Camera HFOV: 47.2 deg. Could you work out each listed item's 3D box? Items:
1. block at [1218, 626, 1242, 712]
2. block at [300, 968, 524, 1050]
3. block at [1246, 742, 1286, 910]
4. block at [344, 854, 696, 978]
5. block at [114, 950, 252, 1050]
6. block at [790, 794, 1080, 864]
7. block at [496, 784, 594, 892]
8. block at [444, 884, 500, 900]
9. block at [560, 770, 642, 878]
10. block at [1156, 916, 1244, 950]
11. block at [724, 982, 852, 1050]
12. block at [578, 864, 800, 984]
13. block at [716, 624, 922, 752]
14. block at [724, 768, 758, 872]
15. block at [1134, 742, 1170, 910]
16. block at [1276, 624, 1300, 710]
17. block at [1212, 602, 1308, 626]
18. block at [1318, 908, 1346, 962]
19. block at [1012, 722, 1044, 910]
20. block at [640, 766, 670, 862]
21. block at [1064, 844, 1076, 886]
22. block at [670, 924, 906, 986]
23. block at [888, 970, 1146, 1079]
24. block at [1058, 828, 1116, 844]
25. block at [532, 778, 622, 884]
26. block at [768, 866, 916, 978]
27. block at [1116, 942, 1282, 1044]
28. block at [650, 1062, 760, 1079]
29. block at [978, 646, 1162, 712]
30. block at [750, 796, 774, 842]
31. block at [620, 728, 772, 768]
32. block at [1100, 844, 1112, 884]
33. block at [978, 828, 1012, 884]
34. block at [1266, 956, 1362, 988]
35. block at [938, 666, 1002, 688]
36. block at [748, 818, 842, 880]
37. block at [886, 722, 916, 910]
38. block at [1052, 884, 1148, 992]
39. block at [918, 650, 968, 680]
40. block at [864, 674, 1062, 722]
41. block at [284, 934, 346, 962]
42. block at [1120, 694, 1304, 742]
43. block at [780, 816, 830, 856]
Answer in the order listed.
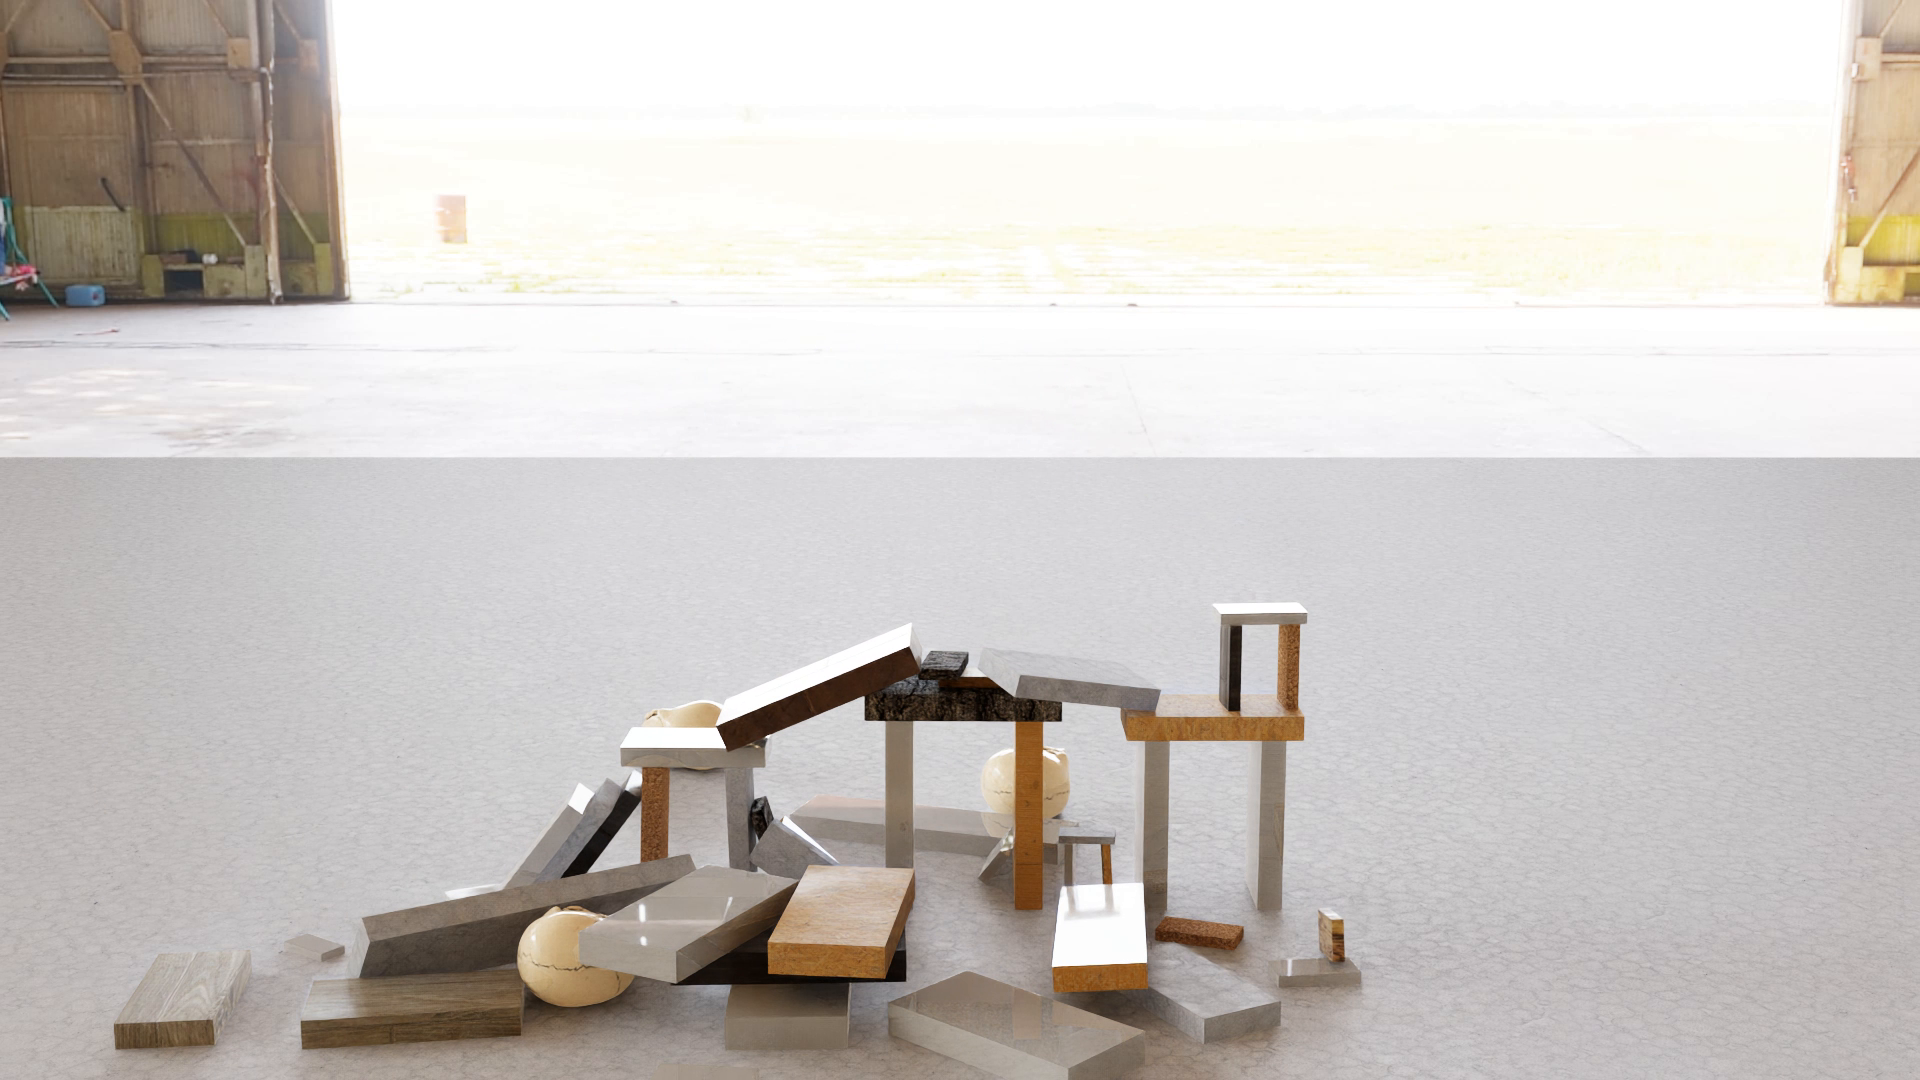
[{"bbox_3d":[0.441,0.202,3.588,0.020,0.141,0.071,-1,11,-6],"label":"block"},{"bbox_3d":[-0.776,0.667,3.137,0.298,0.042,0.149,-2,11,-9],"label":"block"},{"bbox_3d":[0.505,0.451,3.637,0.040,0.285,0.143,0,11,0],"label":"block"},{"bbox_3d":[-0.657,0.580,3.331,0.521,0.149,0.042,-7,52,-33],"label":"block"},{"bbox_3d":[-1.119,0.662,3.180,0.133,0.038,0.266,-1,11,-7],"label":"block"},{"bbox_3d":[-0.047,0.518,3.953,0.505,0.038,0.133,4,11,19],"label":"block"},{"bbox_3d":[-0.681,0.507,3.574,0.032,0.225,0.112,37,8,-7],"label":"block"},{"bbox_3d":[-0.803,0.589,3.641,0.090,0.013,0.045,-5,12,-25],"label":"block"},{"bbox_3d":[-0.600,0.493,3.647,0.032,0.225,0.113,36,8,-7],"label":"block"},{"bbox_3d":[0.377,0.619,3.463,0.127,0.018,0.063,4,11,20],"label":"block"},{"bbox_3d":[-0.247,0.635,3.297,0.169,0.048,0.521,0,11,-1],"label":"block"},{"bbox_3d":[-0.389,0.555,3.207,0.164,0.047,0.329,5,12,26],"label":"block"},{"bbox_3d":[-0.227,0.240,3.598,0.338,0.048,0.169,-23,9,4],"label":"block"},{"bbox_3d":[-0.362,0.475,3.645,0.033,0.235,0.117,-2,11,1],"label":"block"},{"bbox_3d":[0.317,0.451,3.635,0.040,0.285,0.143,0,11,-1],"label":"block"},{"bbox_3d":[0.538,0.200,3.598,0.020,0.141,0.071,-1,11,-4],"label":"block"},{"bbox_3d":[0.488,0.121,3.583,0.141,0.020,0.071,-1,11,-4],"label":"block"},{"bbox_3d":[0.566,0.602,3.354,0.018,0.063,0.127,-2,-2,0],"label":"block"},{"bbox_3d":[0.112,0.433,3.642,0.045,0.318,0.159,0,11,0],"label":"block"},{"bbox_3d":[-0.506,0.474,3.647,0.033,0.235,0.117,2,10,-2],"label":"block"},{"bbox_3d":[0.184,0.544,3.663,0.013,0.093,0.046,2,11,10],"label":"block"},{"bbox_3d":[-0.249,0.598,3.234,0.338,0.048,0.169,0,11,-2],"label":"block"},{"bbox_3d":[0.076,0.682,3.046,0.328,0.047,0.164,10,14,42],"label":"block"},{"bbox_3d":[0.211,0.492,3.654,0.093,0.013,0.046,1,11,6],"label":"block"},{"bbox_3d":[-0.639,0.500,3.600,0.032,0.225,0.113,37,10,-7],"label":"block"},{"bbox_3d":[-0.168,0.554,3.213,0.164,0.047,0.328,1,11,6],"label":"block"},{"bbox_3d":[0.333,0.657,3.206,0.133,0.038,0.266,-6,12,-29],"label":"block"},{"bbox_3d":[-0.347,0.736,2.777,0.133,0.038,0.266,1,11,7],"label":"block"},{"bbox_3d":[0.177,0.225,3.555,0.266,0.038,0.133,8,13,-29],"label":"block"},{"bbox_3d":[-0.312,0.512,3.661,0.022,0.157,0.078,-17,10,3],"label":"block"},{"bbox_3d":[-0.432,0.342,3.623,0.235,0.033,0.117,0,11,1],"label":"block"},{"bbox_3d":[0.244,0.544,3.663,0.013,0.093,0.046,-4,11,0],"label":"block"},{"bbox_3d":[0.067,0.540,3.766,0.018,0.064,0.129,38,14,1],"label":"block"},{"bbox_3d":[0.531,0.649,3.302,0.127,0.018,0.063,-1,11,-8],"label":"block"},{"bbox_3d":[0.031,0.225,3.600,0.129,0.018,0.064,1,11,3],"label":"block"},{"bbox_3d":[-0.259,0.530,3.577,0.157,0.078,0.022,34,15,4],"label":"block"},{"bbox_3d":[-0.098,0.433,3.642,0.045,0.318,0.159,0,11,0],"label":"block"},{"bbox_3d":[0.215,0.599,3.346,0.133,0.038,0.486,-3,4,4],"label":"block"},{"bbox_3d":[-0.026,0.205,3.602,0.064,0.018,0.129,1,11,8],"label":"block"},{"bbox_3d":[0.006,0.255,3.608,0.318,0.045,0.159,0,11,1],"label":"block"},{"bbox_3d":[-1.001,0.632,3.409,0.090,0.013,0.045,8,13,35],"label":"block"},{"bbox_3d":[0.411,0.291,3.606,0.285,0.040,0.143,0,11,0],"label":"block"},{"bbox_3d":[-0.244,0.529,3.660,0.157,0.022,0.078,42,8,-7],"label":"block"}]
